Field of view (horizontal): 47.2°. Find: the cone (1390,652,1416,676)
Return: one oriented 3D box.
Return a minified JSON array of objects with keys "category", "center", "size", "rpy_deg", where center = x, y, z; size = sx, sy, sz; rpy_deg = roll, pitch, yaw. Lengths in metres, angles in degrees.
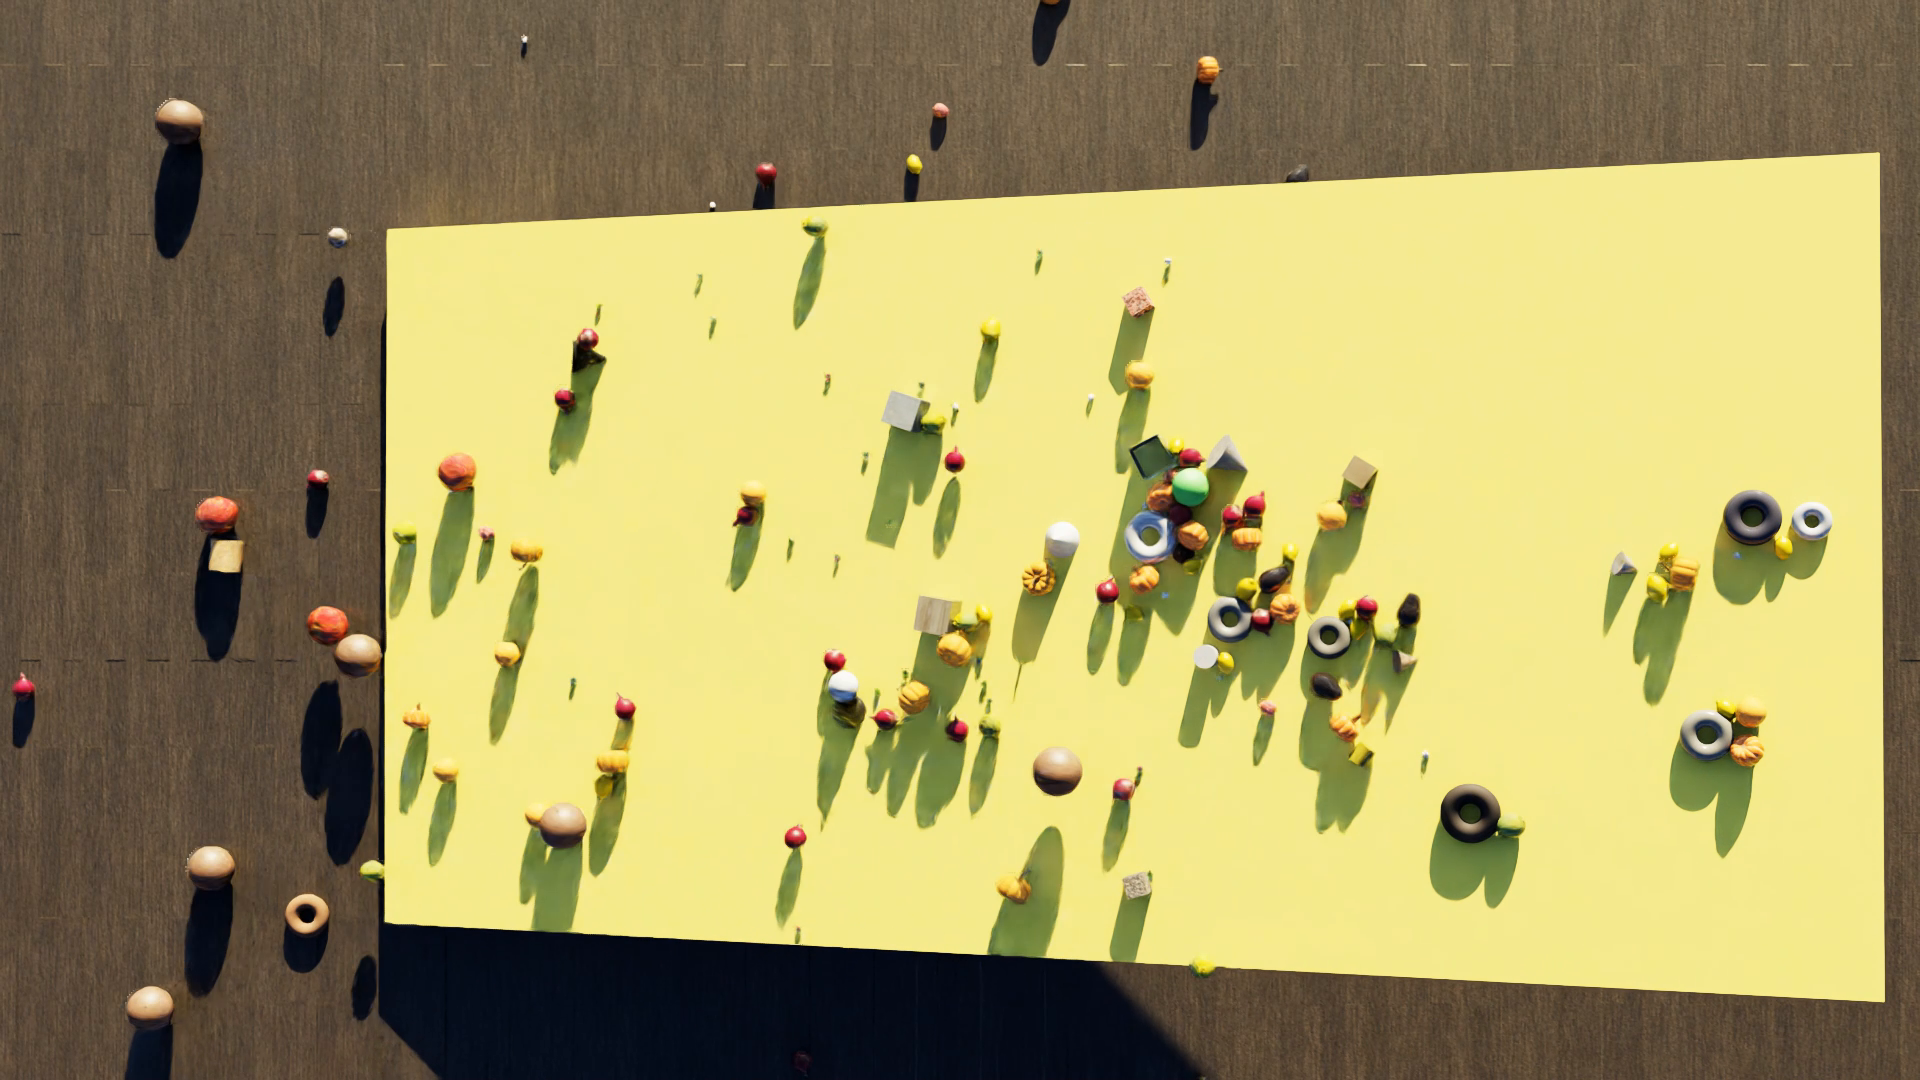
[{"category":"cone","center":[1.117,0.301,5.483],"size":[0.060,0.060,0.060],"rpy_deg":[-17,89,-27]}]

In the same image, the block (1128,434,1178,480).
[{"category":"block","center":[0.497,-0.212,5.649],"size":[0.085,0.085,0.085],"rpy_deg":[-29,81,15]}]

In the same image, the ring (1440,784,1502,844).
[{"category":"ring","center":[1.259,0.674,5.424],"size":[0.148,0.049,0.148],"rpy_deg":[0,90,16]}]

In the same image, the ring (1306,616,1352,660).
[{"category":"ring","center":[0.929,0.246,5.536],"size":[0.110,0.037,0.110],"rpy_deg":[0,90,16]}]

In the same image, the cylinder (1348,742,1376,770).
[{"category":"cylinder","center":[1.006,0.538,5.501],"size":[0.051,0.051,0.051],"rpy_deg":[36,99,0]}]

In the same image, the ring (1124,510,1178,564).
[{"category":"ring","center":[0.493,-0.008,5.668],"size":[0.140,0.047,0.140],"rpy_deg":[0,90,16]}]

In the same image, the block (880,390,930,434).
[{"category":"block","center":[-0.143,-0.341,5.843],"size":[0.088,0.088,0.088],"rpy_deg":[20,95,16]}]

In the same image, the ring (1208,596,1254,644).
[{"category":"ring","center":[0.689,0.203,5.608],"size":[0.120,0.040,0.120],"rpy_deg":[0,90,16]}]

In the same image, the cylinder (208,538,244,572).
[{"category":"cylinder","center":[-2.133,0.045,6.392],"size":[0.091,0.091,0.091],"rpy_deg":[6,90,0]}]

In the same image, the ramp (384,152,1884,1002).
[{"category":"ramp","center":[0.273,0.094,5.809],"size":[4.000,0.100,2.000],"rpy_deg":[0,89,17]}]

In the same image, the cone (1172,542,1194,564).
[{"category":"cone","center":[0.567,0.033,5.639],"size":[0.057,0.057,0.057],"rpy_deg":[0,89,17]}]

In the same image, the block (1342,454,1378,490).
[{"category":"block","center":[1.001,-0.169,5.507],"size":[0.062,0.062,0.062],"rpy_deg":[34,99,15]}]

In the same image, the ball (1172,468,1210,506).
[{"category":"ball","center":[0.589,-0.135,5.614],"size":[0.096,0.096,0.096],"rpy_deg":[0,89,0]}]

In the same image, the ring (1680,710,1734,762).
[{"category":"ring","center":[1.789,0.468,5.269],"size":[0.126,0.042,0.126],"rpy_deg":[0,90,17]}]

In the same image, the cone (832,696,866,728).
[{"category":"cone","center":[-0.313,0.460,5.879],"size":[0.097,0.097,0.097],"rpy_deg":[0,89,17]}]

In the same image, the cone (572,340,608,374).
[{"category":"cone","center":[-1.032,-0.510,6.138],"size":[0.098,0.098,0.098],"rpy_deg":[4,89,-10]}]

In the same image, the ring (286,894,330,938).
[{"category":"ring","center":[-1.901,1.095,6.403],"size":[0.128,0.043,0.128],"rpy_deg":[0,88,-1]}]

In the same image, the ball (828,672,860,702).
[{"category":"ball","center":[-0.311,0.392,5.874],"size":[0.083,0.083,0.083],"rpy_deg":[0,89,0]}]

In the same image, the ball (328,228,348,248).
[{"category":"ball","center":[-1.807,-0.877,6.386],"size":[0.057,0.057,0.057],"rpy_deg":[0,89,0]}]

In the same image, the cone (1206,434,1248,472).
[{"category":"cone","center":[0.697,-0.200,5.609],"size":[0.099,0.099,0.099],"rpy_deg":[32,89,-12]}]

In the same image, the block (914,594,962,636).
[{"category":"block","center":[-0.058,0.199,5.807],"size":[0.093,0.093,0.093],"rpy_deg":[10,92,17]}]

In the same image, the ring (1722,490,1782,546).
[{"category":"ring","center":[1.890,-0.053,5.244],"size":[0.136,0.045,0.136],"rpy_deg":[-1,88,21]}]

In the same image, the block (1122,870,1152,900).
[{"category":"block","center":[0.456,0.888,5.661],"size":[0.055,0.055,0.055],"rpy_deg":[-19,84,16]}]

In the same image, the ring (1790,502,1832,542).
[{"category":"ring","center":[2.019,-0.044,5.212],"size":[0.093,0.031,0.093],"rpy_deg":[0,90,18]}]

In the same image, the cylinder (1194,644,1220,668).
[{"category":"cylinder","center":[0.630,0.297,5.614],"size":[0.060,0.060,0.060],"rpy_deg":[0,89,17]}]

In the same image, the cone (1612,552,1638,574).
[{"category":"cone","center":[1.622,0.064,5.334],"size":[0.058,0.058,0.058],"rpy_deg":[20,89,-11]}]

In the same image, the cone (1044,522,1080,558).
[{"category":"cone","center":[0.254,-0.001,5.714],"size":[0.094,0.094,0.094],"rpy_deg":[0,89,17]}]

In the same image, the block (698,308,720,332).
[{"category":"block","center":[-0.688,-0.605,6.047],"size":[0.057,0.057,0.057],"rpy_deg":[1,88,-1]}]
